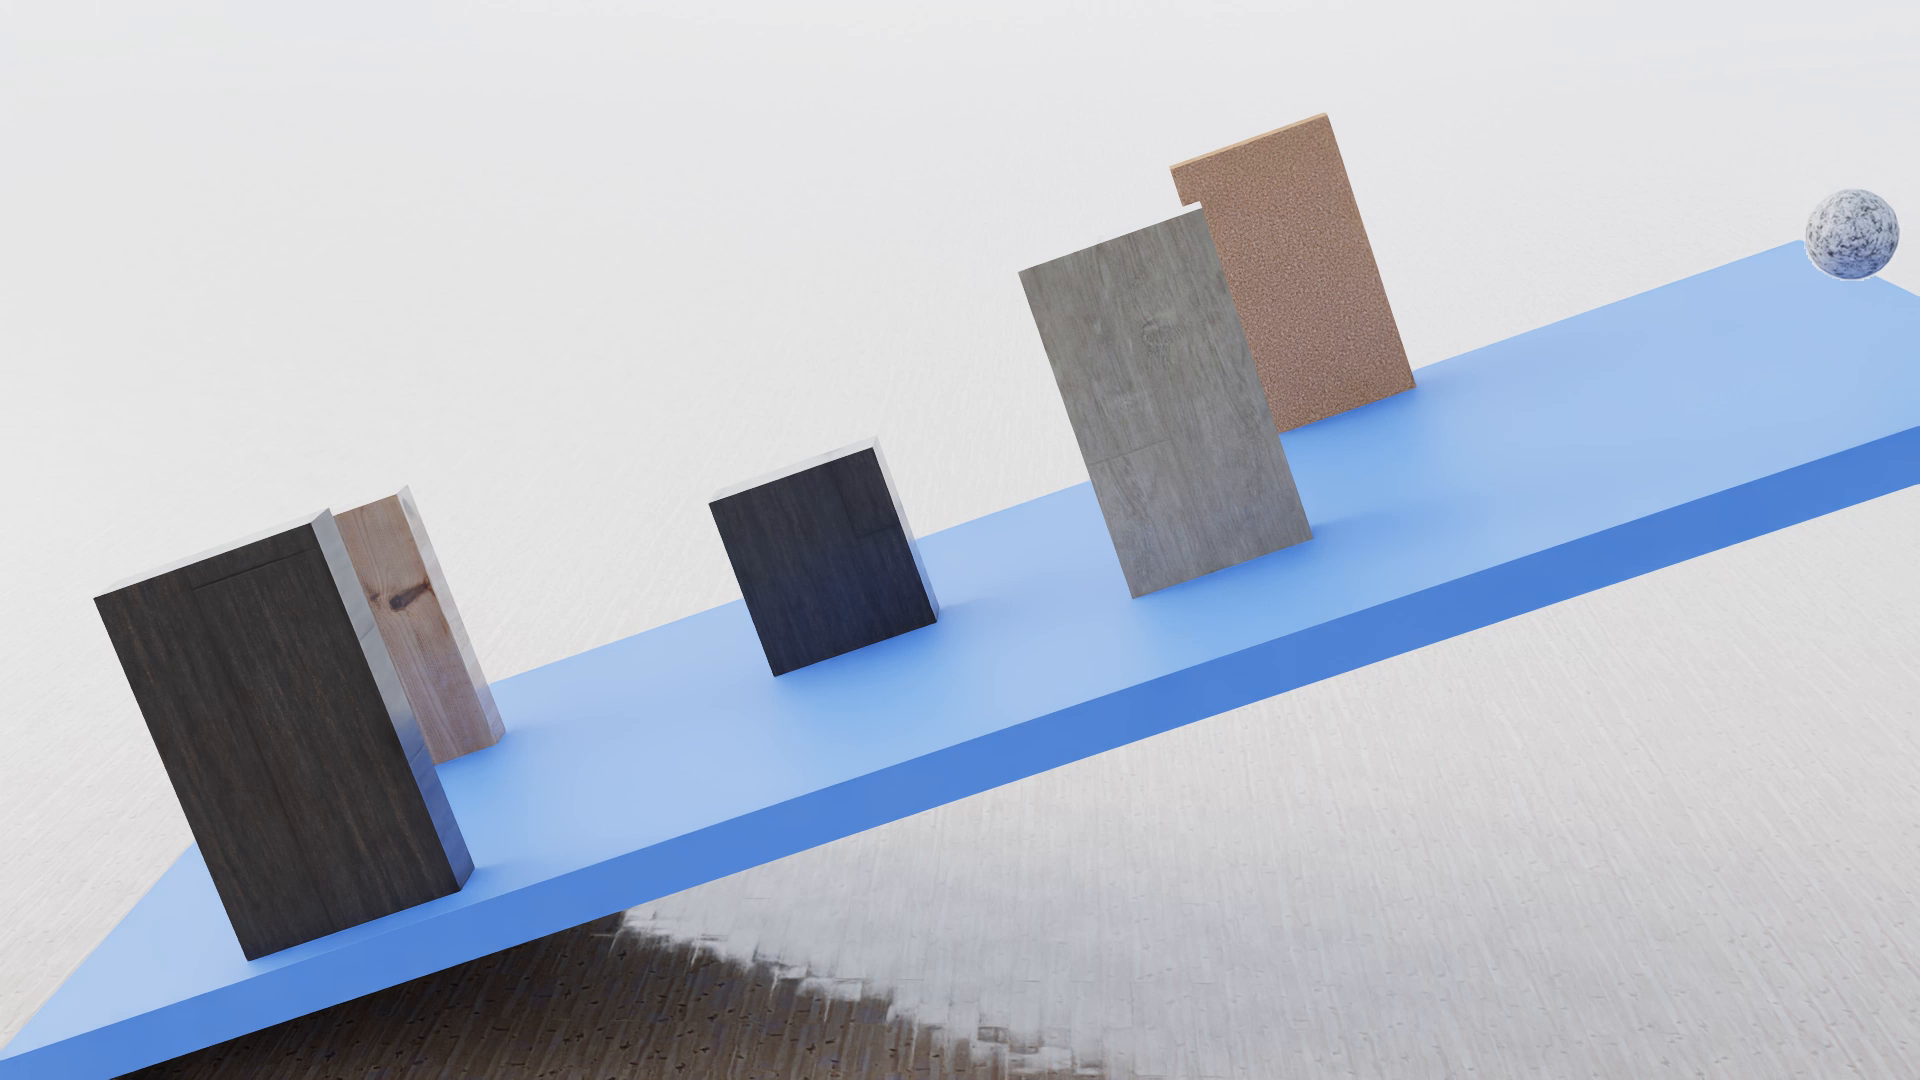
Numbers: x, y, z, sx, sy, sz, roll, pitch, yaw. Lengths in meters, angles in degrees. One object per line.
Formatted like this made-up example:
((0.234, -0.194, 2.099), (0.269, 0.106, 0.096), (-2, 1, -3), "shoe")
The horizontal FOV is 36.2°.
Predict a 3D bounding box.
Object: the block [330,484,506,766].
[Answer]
((-1.285, 0.213, 6.701), (0.278, 0.616, 0.113), (-19, 11, 6), "block")

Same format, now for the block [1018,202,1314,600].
((0.412, -0.278, 5.885), (0.381, 0.700, 0.121), (-19, 11, 6), "block")

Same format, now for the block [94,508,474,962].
((-1.271, 0.370, 5.564), (0.439, 0.753, 0.138), (-19, 11, 6), "block")

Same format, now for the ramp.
((0.111, 0.178, 6.301), (4.000, 0.100, 2.000), (-19, 11, 6), "ramp")

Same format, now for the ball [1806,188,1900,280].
((1.774, -0.608, 5.847), (0.180, 0.180, 0.180), (0, 12, 0), "ball")

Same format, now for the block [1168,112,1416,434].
((0.786, -0.621, 6.946), (0.385, 0.678, 0.089), (-19, 11, 6), "block")

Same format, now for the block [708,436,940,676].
((-0.292, 0.035, 6.374), (0.375, 0.407, 0.137), (-19, 11, 6), "block")
